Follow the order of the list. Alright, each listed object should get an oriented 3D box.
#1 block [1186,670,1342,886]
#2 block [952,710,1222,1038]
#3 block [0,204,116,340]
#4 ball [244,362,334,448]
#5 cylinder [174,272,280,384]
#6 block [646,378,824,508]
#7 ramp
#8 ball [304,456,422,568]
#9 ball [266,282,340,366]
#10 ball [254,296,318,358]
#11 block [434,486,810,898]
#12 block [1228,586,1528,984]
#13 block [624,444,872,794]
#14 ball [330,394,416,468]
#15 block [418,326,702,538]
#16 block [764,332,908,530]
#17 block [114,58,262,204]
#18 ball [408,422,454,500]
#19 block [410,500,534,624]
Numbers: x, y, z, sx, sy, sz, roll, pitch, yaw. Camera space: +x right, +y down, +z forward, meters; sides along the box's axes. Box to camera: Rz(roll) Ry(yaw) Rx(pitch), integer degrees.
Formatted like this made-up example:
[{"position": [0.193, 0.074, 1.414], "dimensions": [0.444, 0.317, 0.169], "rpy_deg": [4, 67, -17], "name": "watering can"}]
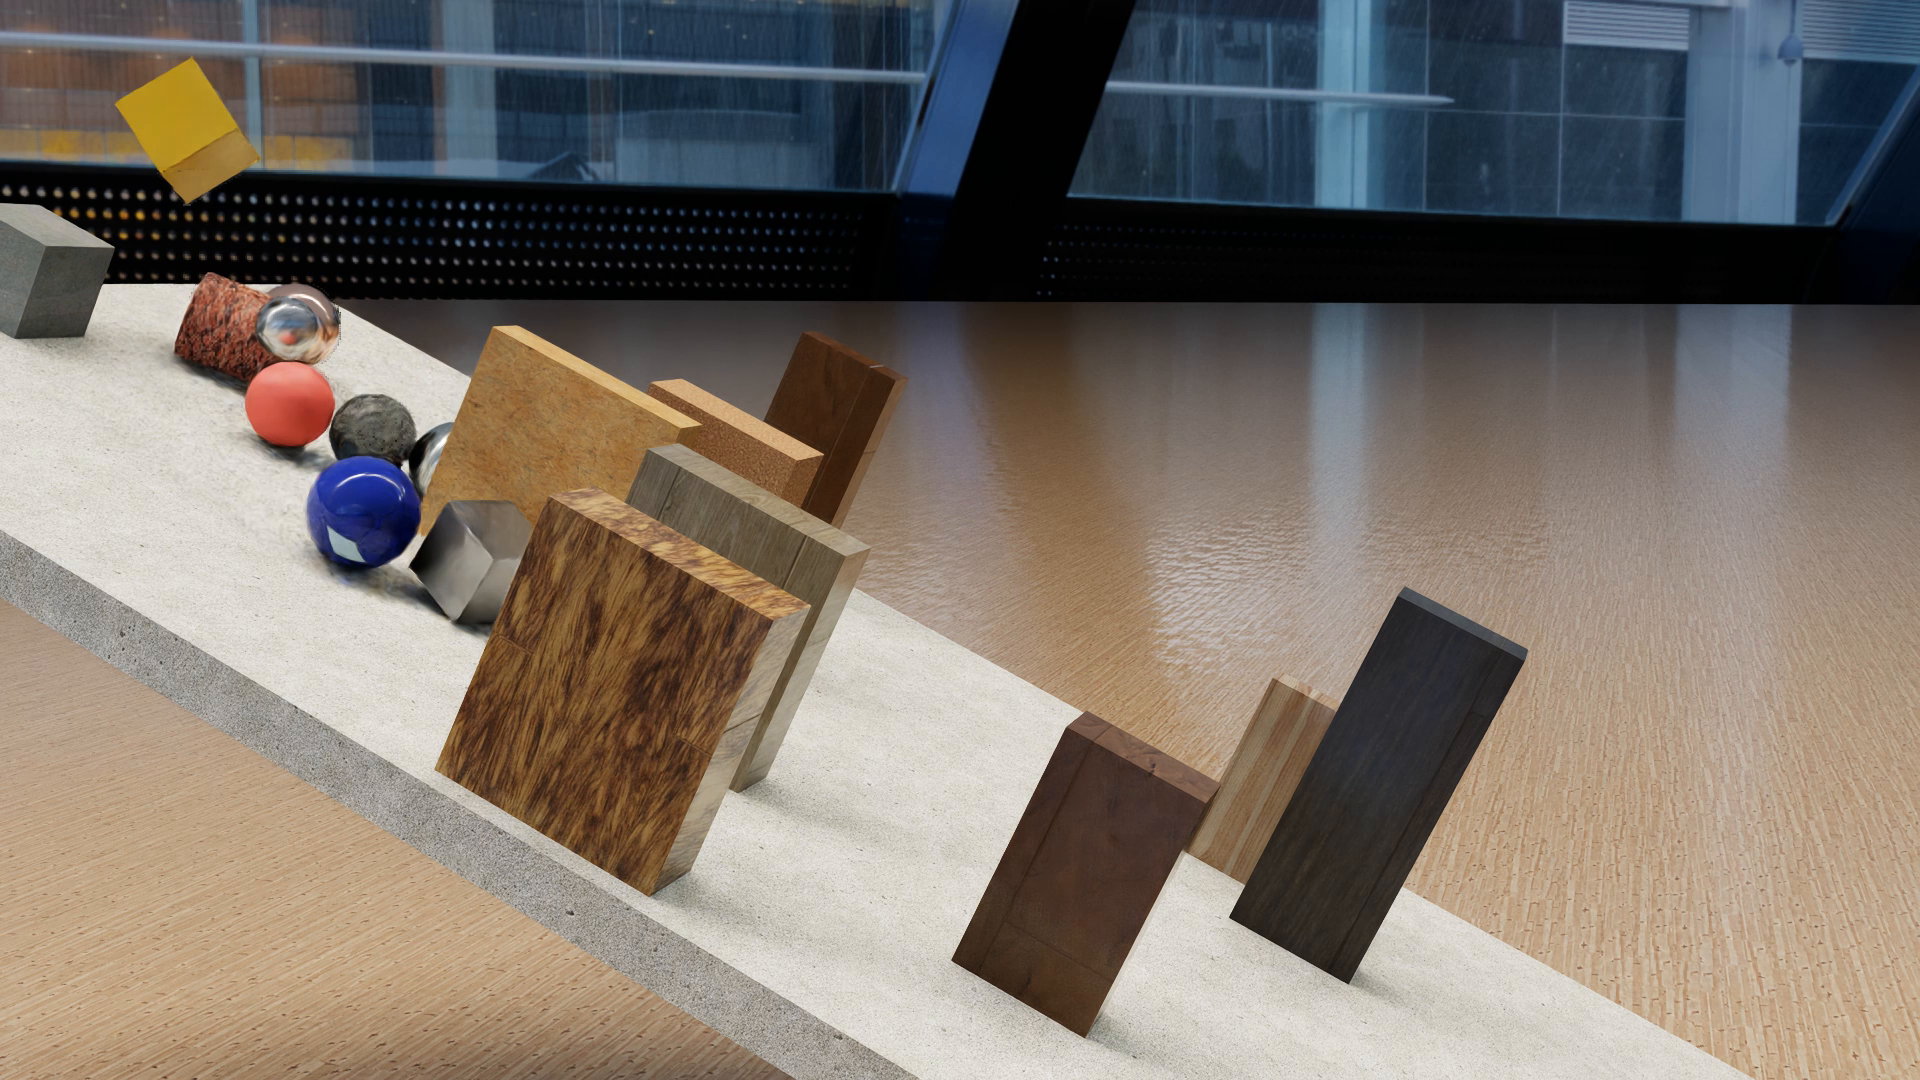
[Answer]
[{"position": [0.672, 0.512, 4.427], "dimensions": [0.282, 0.406, 0.087], "rpy_deg": [28, 14, 12], "name": "block"}, {"position": [0.199, 0.527, 3.481], "dimensions": [0.244, 0.432, 0.133], "rpy_deg": [28, 14, 12], "name": "block"}, {"position": [-1.848, -0.534, 4.357], "dimensions": [0.199, 0.199, 0.199], "rpy_deg": [28, 14, 13], "name": "block"}, {"position": [-1.320, -0.267, 4.332], "dimensions": [0.169, 0.169, 0.169], "rpy_deg": [0, 7, 0], "name": "ball"}, {"position": [-1.518, -0.440, 4.613], "dimensions": [0.187, 0.187, 0.187], "rpy_deg": [23, 2, -12], "name": "cylinder"}, {"position": [-0.527, -0.055, 4.413], "dimensions": [0.340, 0.422, 0.149], "rpy_deg": [28, 14, 12], "name": "block"}, {"position": [-0.256, 0.434, 4.166], "dimensions": [4.000, 0.100, 2.000], "rpy_deg": [28, 14, 12], "name": "ramp"}, {"position": [-1.062, -0.049, 3.916], "dimensions": [0.201, 0.201, 0.201], "rpy_deg": [0, 7, 0], "name": "ball"}, {"position": [-1.460, -0.471, 4.833], "dimensions": [0.187, 0.187, 0.187], "rpy_deg": [0, 7, 0], "name": "ball"}, {"position": [-1.375, -0.434, 4.491], "dimensions": [0.124, 0.124, 0.124], "rpy_deg": [0, 7, 0], "name": "ball"}, {"position": [-0.508, 0.222, 3.300], "dimensions": [0.390, 0.468, 0.150], "rpy_deg": [28, 14, 12], "name": "block"}, {"position": [0.791, 0.465, 4.172], "dimensions": [0.256, 0.707, 0.131], "rpy_deg": [28, 14, 12], "name": "block"}, {"position": [-0.434, 0.131, 3.792], "dimensions": [0.394, 0.460, 0.129], "rpy_deg": [28, 14, 12], "name": "block"}, {"position": [-1.172, -0.209, 4.391], "dimensions": [0.168, 0.168, 0.168], "rpy_deg": [0, 7, 0], "name": "ball"}, {"position": [-0.772, -0.119, 4.194], "dimensions": [0.425, 0.434, 0.098], "rpy_deg": [28, 14, 12], "name": "block"}, {"position": [-0.343, -0.185, 5.012], "dimensions": [0.245, 0.523, 0.090], "rpy_deg": [28, 14, 12], "name": "block"}, {"position": [-1.601, -0.849, 4.569], "dimensions": [0.181, 0.181, 0.181], "rpy_deg": [-33, -8, -9], "name": "block"}, {"position": [-1.008, -0.144, 4.402], "dimensions": [0.186, 0.186, 0.186], "rpy_deg": [0, 7, 0], "name": "ball"}, {"position": [-0.856, 0.039, 3.953], "dimensions": [0.155, 0.155, 0.155], "rpy_deg": [47, 26, 24], "name": "block"}]
